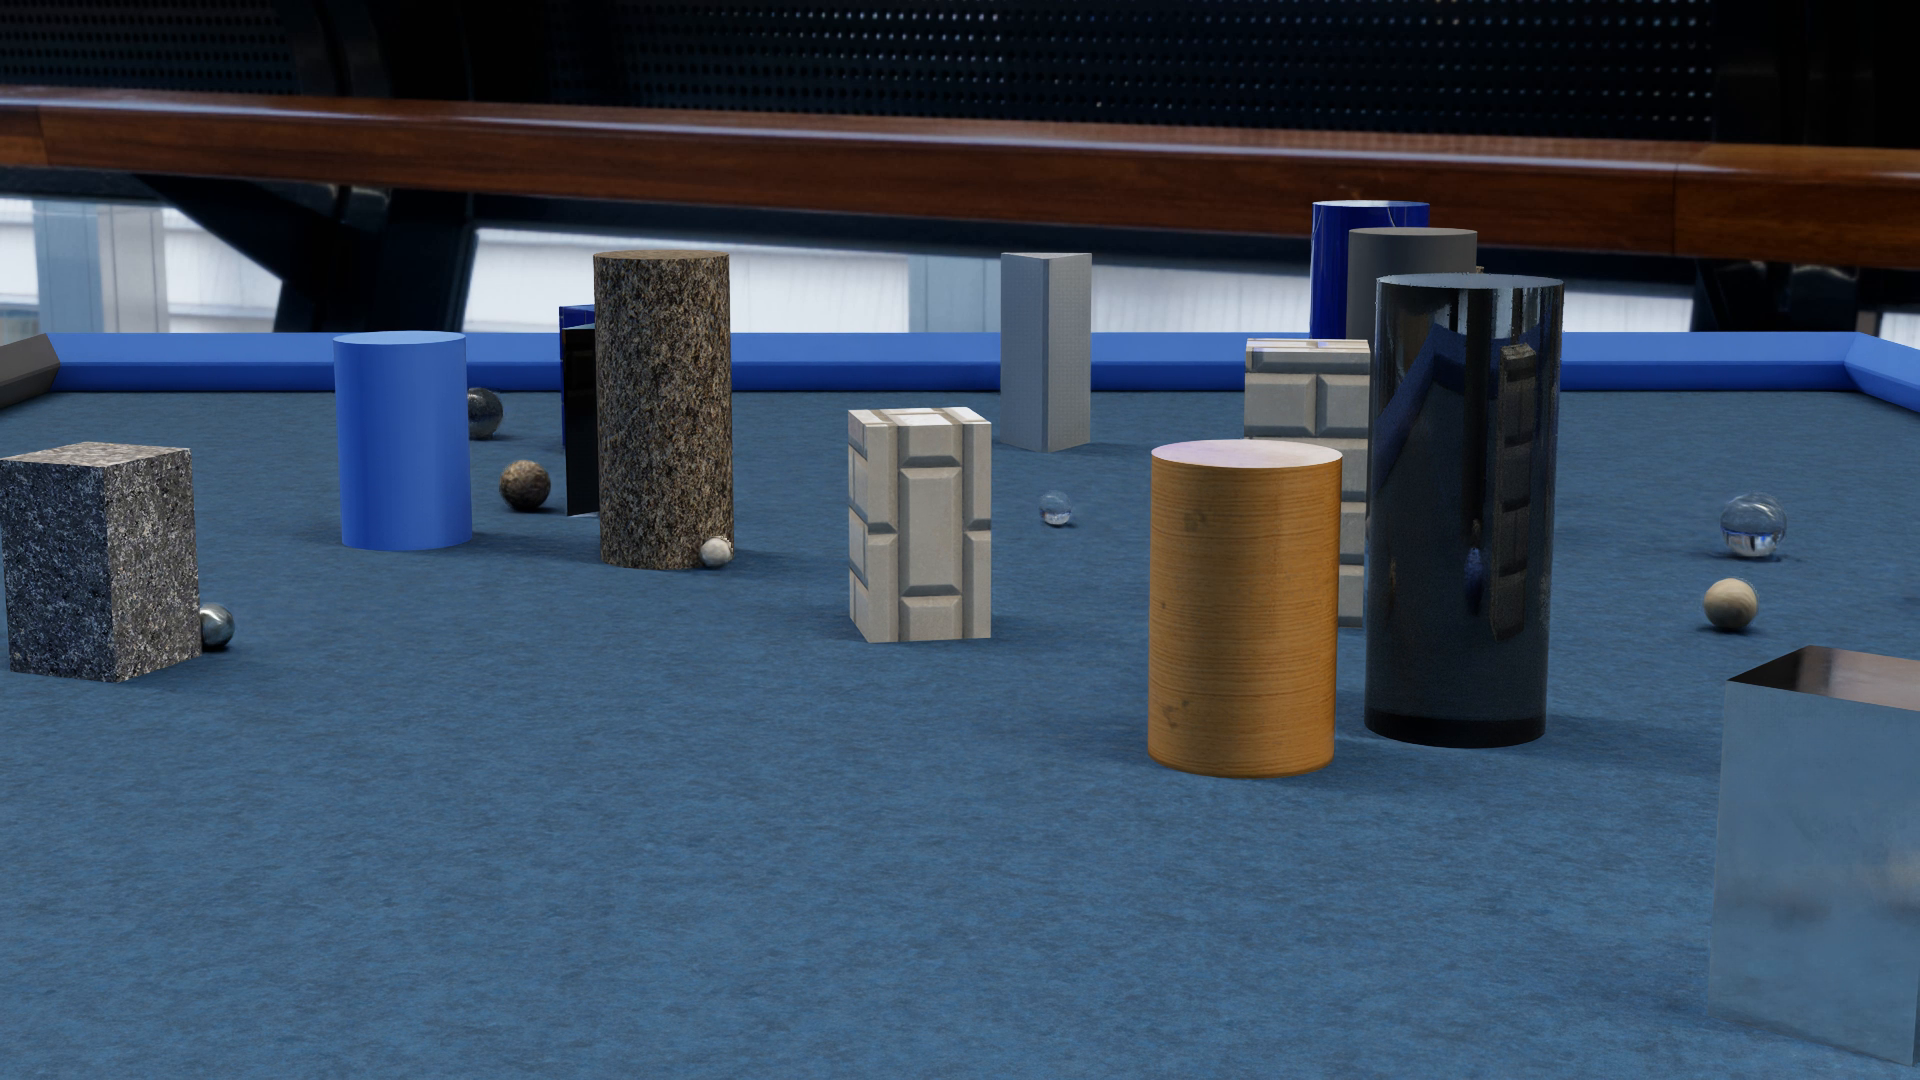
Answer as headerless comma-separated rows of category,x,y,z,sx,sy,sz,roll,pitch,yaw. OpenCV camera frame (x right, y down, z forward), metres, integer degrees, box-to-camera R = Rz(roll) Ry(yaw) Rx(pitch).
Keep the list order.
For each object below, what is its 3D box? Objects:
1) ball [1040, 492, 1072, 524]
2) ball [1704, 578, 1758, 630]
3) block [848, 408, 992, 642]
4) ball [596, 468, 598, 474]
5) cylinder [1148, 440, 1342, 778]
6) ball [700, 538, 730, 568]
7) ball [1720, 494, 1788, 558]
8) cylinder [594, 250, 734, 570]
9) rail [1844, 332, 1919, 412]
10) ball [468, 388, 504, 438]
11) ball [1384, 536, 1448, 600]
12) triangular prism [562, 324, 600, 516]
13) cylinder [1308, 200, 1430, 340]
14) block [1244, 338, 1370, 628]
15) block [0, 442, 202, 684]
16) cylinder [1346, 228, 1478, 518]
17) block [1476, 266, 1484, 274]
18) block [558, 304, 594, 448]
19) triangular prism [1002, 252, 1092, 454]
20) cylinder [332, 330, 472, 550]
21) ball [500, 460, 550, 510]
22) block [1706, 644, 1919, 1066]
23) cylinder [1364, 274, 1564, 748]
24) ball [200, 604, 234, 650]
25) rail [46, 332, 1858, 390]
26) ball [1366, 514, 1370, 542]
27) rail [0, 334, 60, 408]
ball,0.154,-0.050,4.119,0.053,0.053,0.053,0,10,0
ball,1.005,0.084,3.348,0.068,0.068,0.068,0,10,0
block,-0.054,-0.022,3.346,0.160,0.279,0.160,-2,11,-11
ball,-0.606,-0.120,4.483,0.058,0.058,0.058,0,10,0
cylinder,0.301,0.069,2.722,0.200,0.326,0.200,0,10,0
ball,-0.359,0.020,3.760,0.044,0.044,0.044,0,10,0
ball,1.188,-0.022,3.843,0.097,0.097,0.097,0,10,0
cylinder,-0.439,-0.197,3.813,0.200,0.453,0.200,0,10,0
rail,2.032,0.031,3.460,0.045,0.130,4.836,0,10,0
ball,-0.956,-0.252,5.082,0.099,0.099,0.099,0,10,0
ball,0.629,0.039,3.539,0.089,0.089,0.089,0,10,0
triangular prism,-0.564,-0.205,4.254,0.173,0.308,0.150,-1,11,-7
cylinder,0.702,-0.332,4.430,0.200,0.494,0.200,0,10,0
block,0.459,-0.079,3.420,0.160,0.362,0.160,1,11,7
block,-1.052,0.024,3.144,0.160,0.261,0.160,4,11,22
cylinder,0.713,-0.255,4.079,0.200,0.470,0.200,0,10,0
block,0.891,-0.356,4.960,0.160,0.347,0.160,-7,13,-34
block,-0.654,-0.309,4.912,0.160,0.274,0.160,-8,13,-38
triangular prism,0.144,-0.367,4.962,0.150,0.369,0.173,7,12,32
cylinder,-0.861,-0.156,3.971,0.200,0.315,0.200,0,10,0
ball,-0.721,-0.092,4.262,0.082,0.082,0.082,0,10,0
block,0.692,0.236,1.977,0.160,0.268,0.160,9,14,40
cylinder,0.553,-0.037,2.825,0.200,0.497,0.200,0,10,0
ball,-0.946,0.109,3.240,0.058,0.058,0.058,0,10,0
rail,-0.014,-0.402,5.803,4.111,0.130,0.045,0,10,0
ball,0.649,-0.018,3.910,0.065,0.065,0.065,0,10,0
rail,-2.032,0.035,3.437,0.045,0.130,4.836,0,10,0
